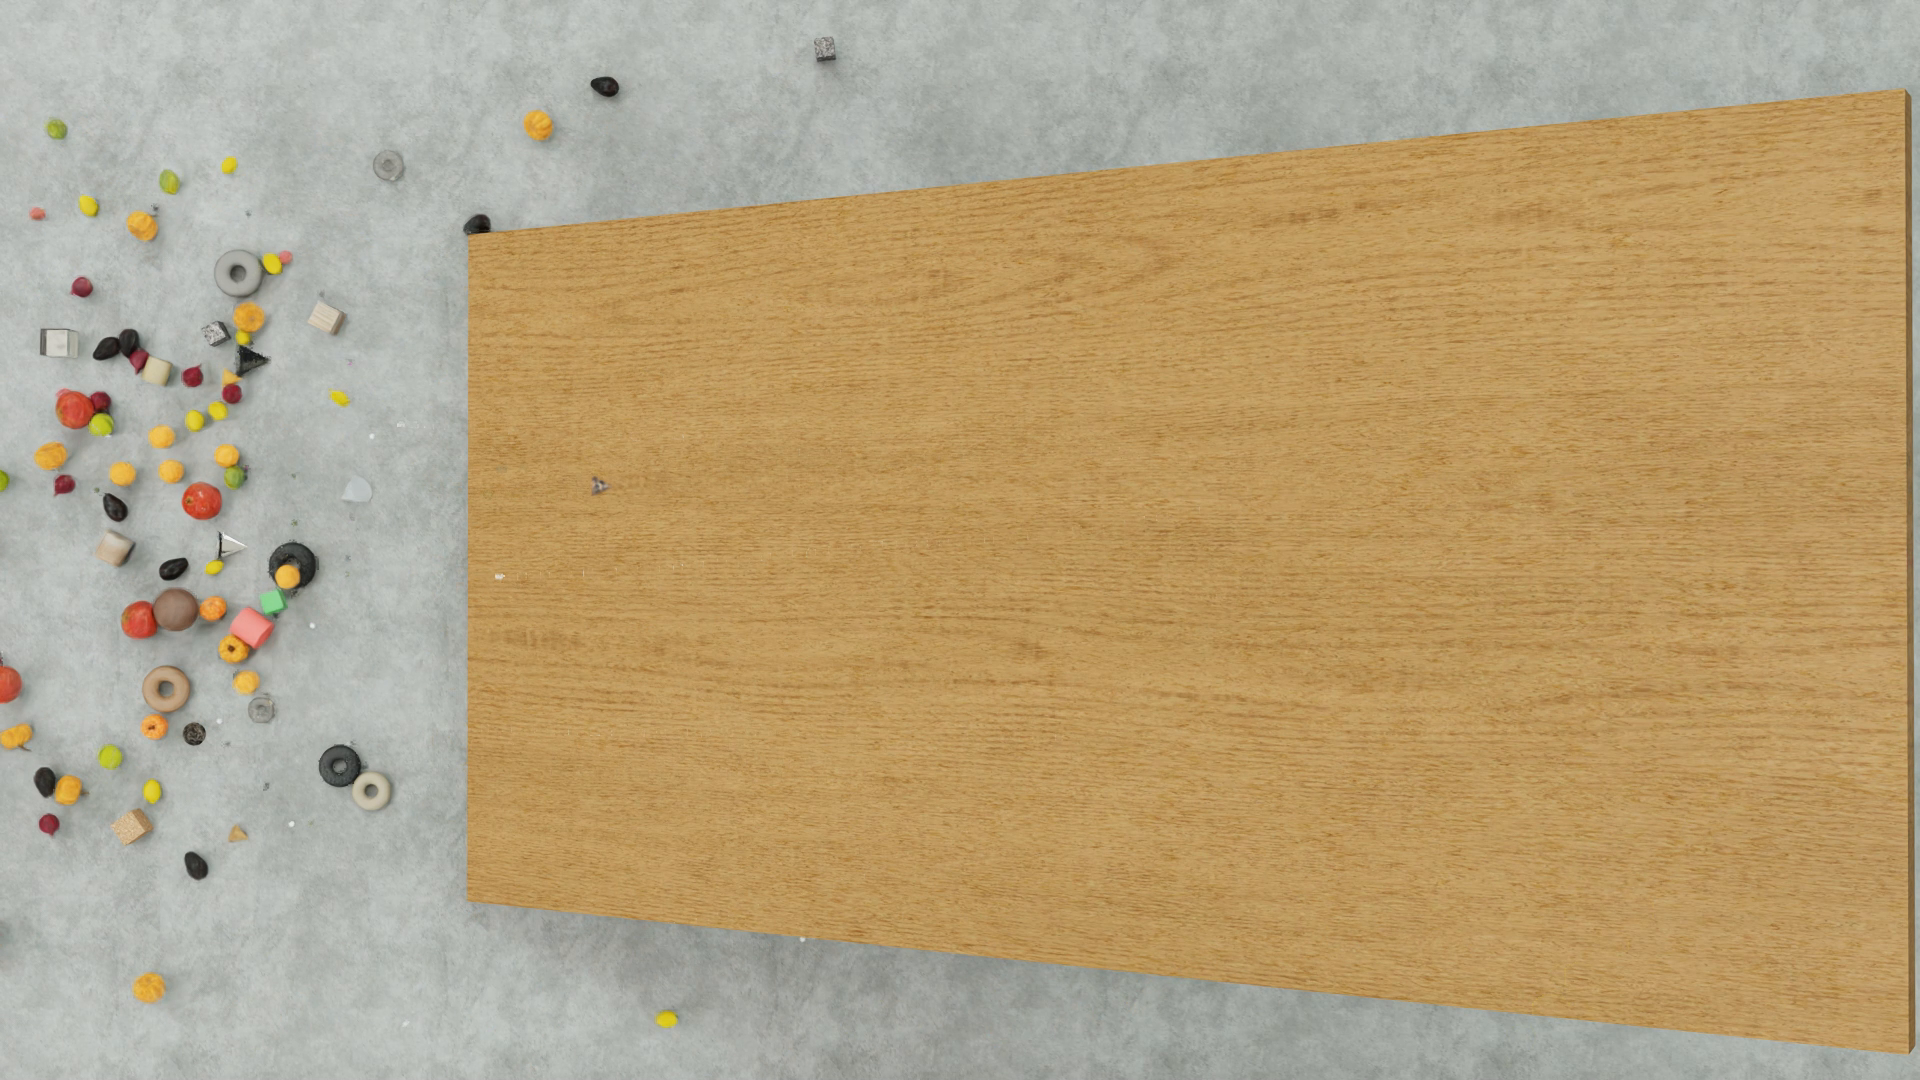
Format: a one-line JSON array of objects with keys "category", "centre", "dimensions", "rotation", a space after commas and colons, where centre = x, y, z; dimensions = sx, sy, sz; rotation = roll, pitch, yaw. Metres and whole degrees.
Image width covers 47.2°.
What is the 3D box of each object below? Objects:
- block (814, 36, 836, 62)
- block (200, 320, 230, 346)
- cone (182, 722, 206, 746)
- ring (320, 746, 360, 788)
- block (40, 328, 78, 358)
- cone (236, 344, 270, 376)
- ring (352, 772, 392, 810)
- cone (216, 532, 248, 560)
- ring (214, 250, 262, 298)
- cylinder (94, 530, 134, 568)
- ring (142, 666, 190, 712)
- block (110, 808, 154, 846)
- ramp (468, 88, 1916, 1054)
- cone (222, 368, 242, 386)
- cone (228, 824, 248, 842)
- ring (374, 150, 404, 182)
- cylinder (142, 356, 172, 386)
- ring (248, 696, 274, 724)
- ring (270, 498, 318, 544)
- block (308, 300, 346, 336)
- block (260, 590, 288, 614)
[{"category": "block", "centre": [-0.410, -1.489, 6.669], "dimensions": [0.058, 0.058, 0.058], "rotation": [-7, 89, 0]}, {"category": "block", "centre": [-2.254, -0.625, 6.663], "dimensions": [0.056, 0.056, 0.056], "rotation": [-27, 90, 0]}, {"category": "cone", "centre": [-2.326, 0.589, 6.644], "dimensions": [0.070, 0.070, 0.070], "rotation": [0, 89, 0]}, {"category": "ring", "centre": [-1.878, 0.685, 6.657], "dimensions": [0.127, 0.042, 0.127], "rotation": [0, 88, 1]}, {"category": "block", "centre": [-2.724, -0.595, 6.650], "dimensions": [0.081, 0.081, 0.081], "rotation": [1, 89, 0]}, {"category": "cone", "centre": [-2.139, -0.545, 6.668], "dimensions": [0.098, 0.098, 0.098], "rotation": [-2, 89, -27]}, {"category": "ring", "centre": [-1.782, 0.759, 6.658], "dimensions": [0.120, 0.040, 0.120], "rotation": [0, 88, -1]}, {"category": "cone", "centre": [-2.205, 0.019, 6.665], "dimensions": [0.088, 0.088, 0.088], "rotation": [3, 89, -27]}, {"category": "ring", "centre": [-2.188, -0.808, 6.668], "dimensions": [0.146, 0.049, 0.146], "rotation": [0, 91, -1]}, {"category": "cylinder", "centre": [-2.555, 0.025, 6.642], "dimensions": [0.084, 0.084, 0.084], "rotation": [27, 90, 0]}, {"category": "ring", "centre": [-2.403, 0.451, 6.657], "dimensions": [0.144, 0.048, 0.144], "rotation": [0, 91, 0]}, {"category": "block", "centre": [-2.499, 0.866, 6.638], "dimensions": [0.076, 0.076, 0.076], "rotation": [-35, 90, 0]}, {"category": "ramp", "centre": [0.267, 0.073, 5.617], "dimensions": [4.000, 0.100, 2.000], "rotation": [0, 89, 31]}, {"category": "cone", "centre": [-2.207, -0.492, 6.677], "dimensions": [0.056, 0.056, 0.056], "rotation": [5, 89, -27]}, {"category": "cone", "centre": [-2.180, 0.898, 6.664], "dimensions": [0.056, 0.056, 0.056], "rotation": [28, 89, -26]}, {"category": "ring", "centre": [-1.736, -1.137, 6.680], "dimensions": [0.094, 0.031, 0.094], "rotation": [0, 89, -1]}, {"category": "cylinder", "centre": [-2.429, -0.511, 6.652], "dimensions": [0.074, 0.074, 0.074], "rotation": [19, 89, 0]}, {"category": "ring", "centre": [-2.118, 0.516, 6.666], "dimensions": [0.082, 0.027, 0.082], "rotation": [0, 91, 0]}, {"category": "ring", "centre": [-2.022, -0.057, 6.679], "dimensions": [0.143, 0.048, 0.143], "rotation": [0, 96, -2]}, {"category": "block", "centre": [-1.915, -0.671, 6.654], "dimensions": [0.074, 0.074, 0.074], "rotation": [26, 90, 0]}, {"category": "block", "centre": [-2.076, 0.187, 6.652], "dimensions": [0.056, 0.056, 0.056], "rotation": [-18, 90, -5]}]
